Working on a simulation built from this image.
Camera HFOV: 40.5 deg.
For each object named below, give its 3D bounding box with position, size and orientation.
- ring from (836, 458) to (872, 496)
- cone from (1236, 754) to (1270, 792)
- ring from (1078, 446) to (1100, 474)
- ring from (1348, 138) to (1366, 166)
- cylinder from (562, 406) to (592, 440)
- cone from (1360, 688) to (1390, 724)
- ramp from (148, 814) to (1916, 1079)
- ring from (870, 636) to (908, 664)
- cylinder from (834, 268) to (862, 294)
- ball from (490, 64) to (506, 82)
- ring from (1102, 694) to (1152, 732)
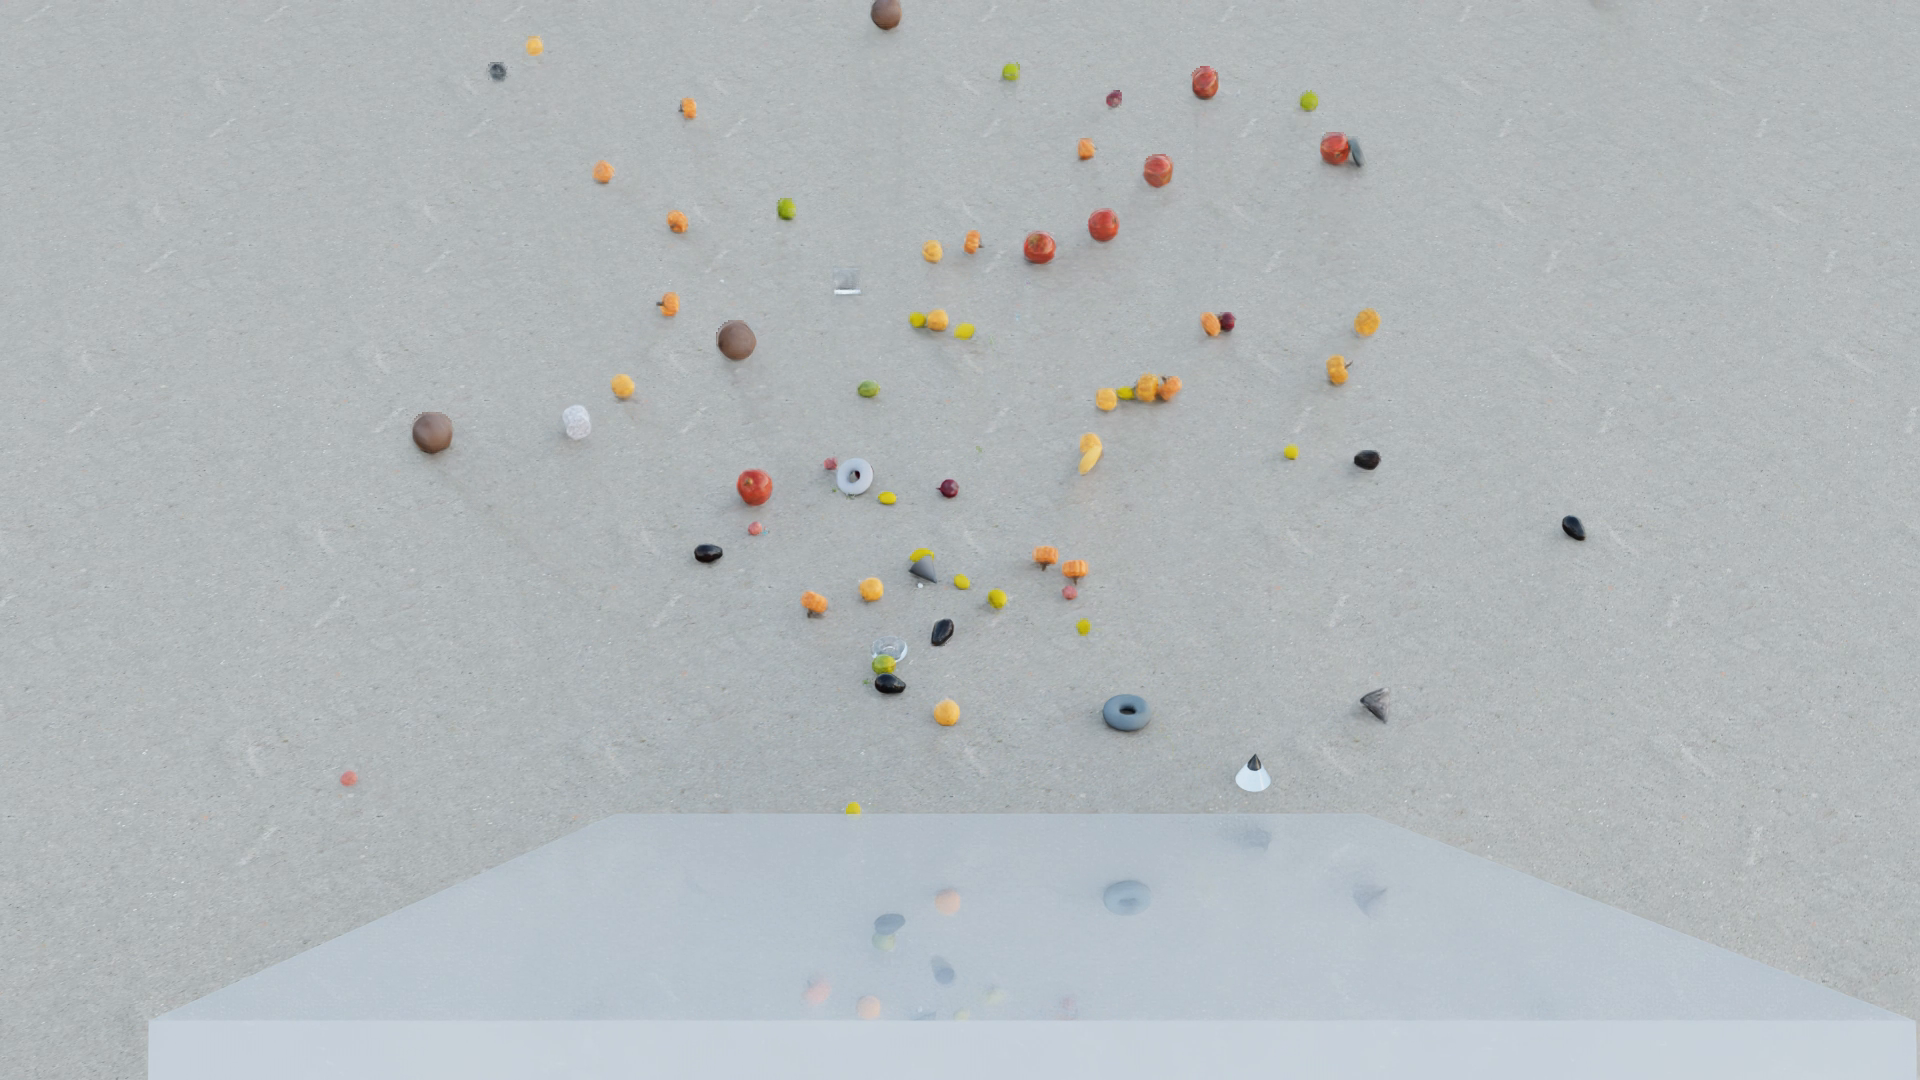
[{"bbox_3d":[-0.332,-0.200,8.218,0.124,0.041,0.124,-8,70,22],"label":"ring"},{"bbox_3d":[0.806,0.621,7.131,0.097,0.097,0.097,0,37,0],"label":"cone"},{"bbox_3d":[0.411,-0.253,8.280,0.034,0.101,0.101,37,47,9],"label":"ring"},{"bbox_3d":[1.507,-1.471,9.872,0.038,0.115,0.115,-21,35,13],"label":"ring"},{"bbox_3d":[-1.246,-0.382,8.464,0.080,0.080,0.080,-10,38,-13],"label":"cylinder"},{"bbox_3d":[1.190,0.481,7.361,0.092,0.092,0.092,-12,66,-15],"label":"cone"},{"bbox_3d":[0.082,0.687,4.941,2.000,0.100,4.000,0,-3,0],"label":"ramp"},{"bbox_3d":[-0.207,0.319,7.578,0.108,0.036,0.108,-1,37,1],"label":"ring"},{"bbox_3d":[-0.396,-0.911,9.146,0.093,0.093,0.093,-2,37,-2],"label":"cylinder"},{"bbox_3d":[-1.852,-1.874,10.431,0.070,0.070,0.070,0,37,0],"label":"ball"},{"bbox_3d":[0.472,0.488,7.348,0.139,0.046,0.139,1,36,-1],"label":"ring"}]
